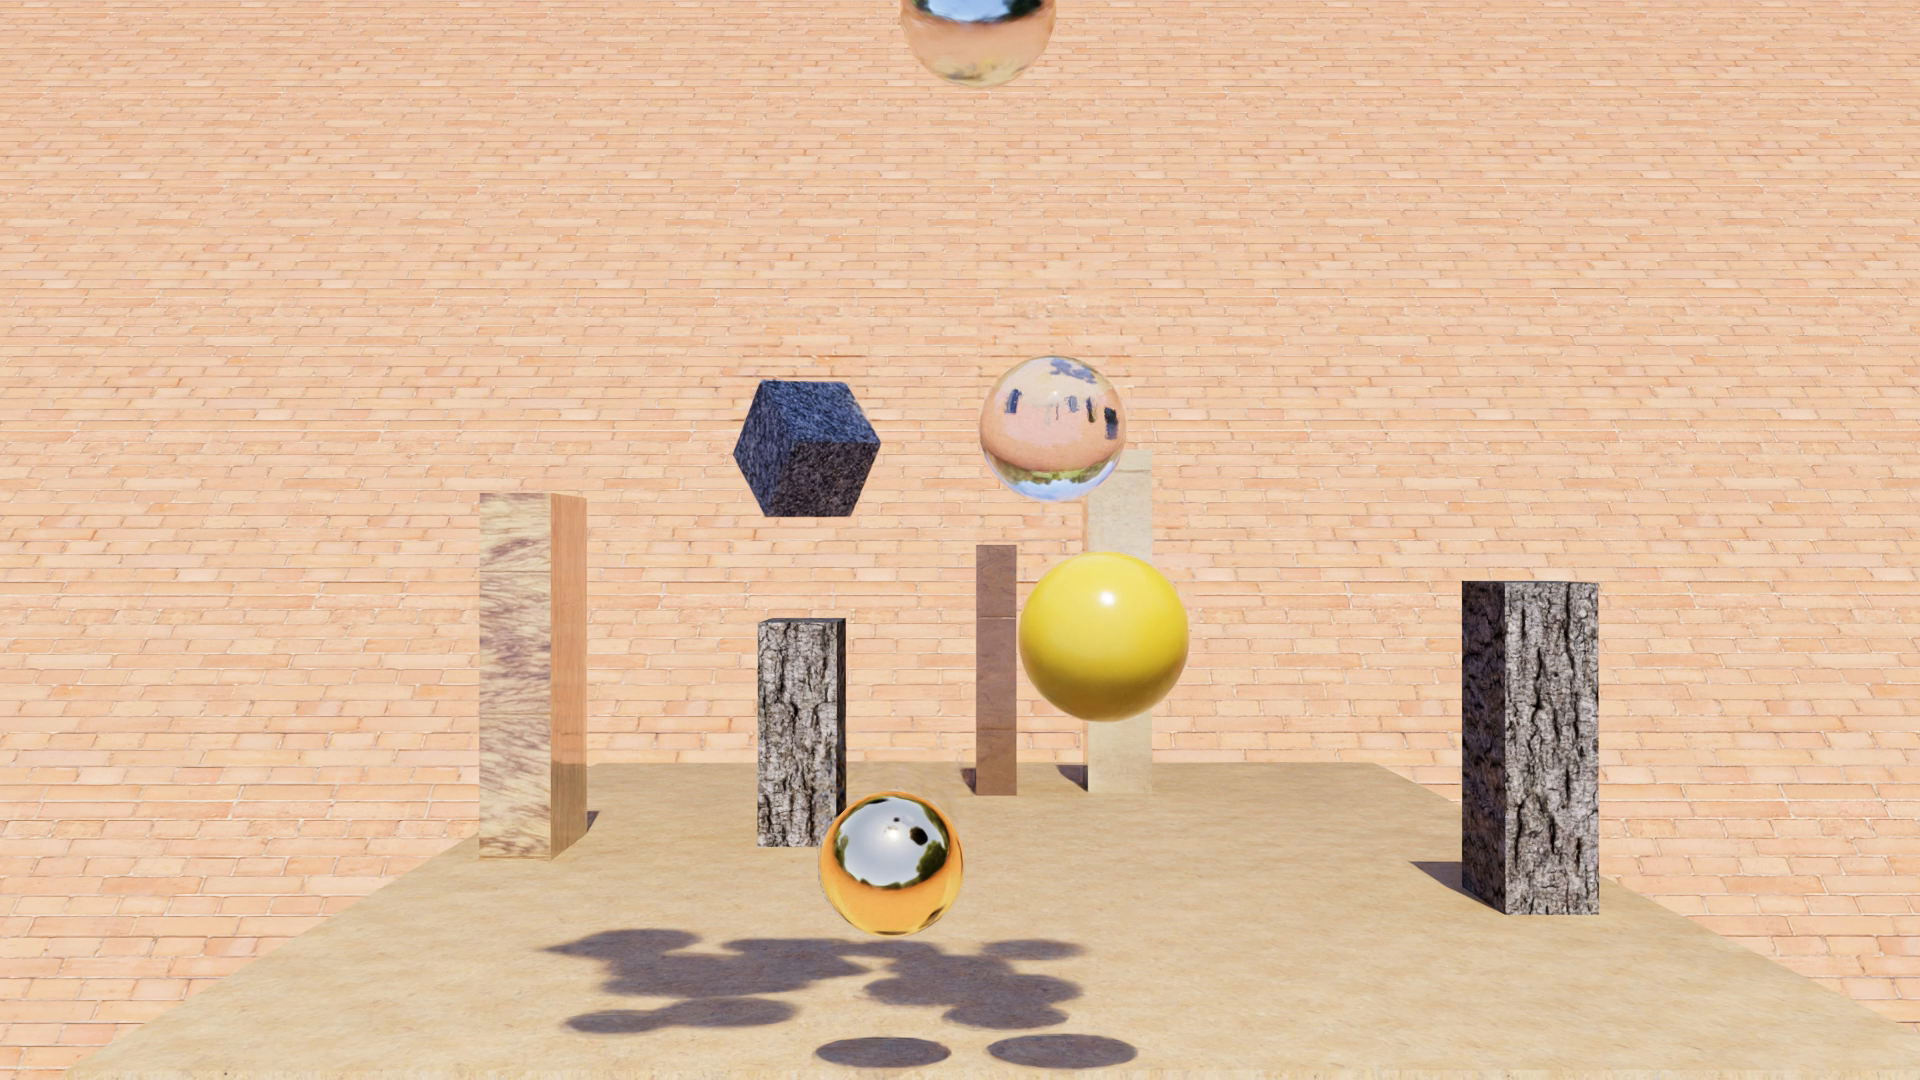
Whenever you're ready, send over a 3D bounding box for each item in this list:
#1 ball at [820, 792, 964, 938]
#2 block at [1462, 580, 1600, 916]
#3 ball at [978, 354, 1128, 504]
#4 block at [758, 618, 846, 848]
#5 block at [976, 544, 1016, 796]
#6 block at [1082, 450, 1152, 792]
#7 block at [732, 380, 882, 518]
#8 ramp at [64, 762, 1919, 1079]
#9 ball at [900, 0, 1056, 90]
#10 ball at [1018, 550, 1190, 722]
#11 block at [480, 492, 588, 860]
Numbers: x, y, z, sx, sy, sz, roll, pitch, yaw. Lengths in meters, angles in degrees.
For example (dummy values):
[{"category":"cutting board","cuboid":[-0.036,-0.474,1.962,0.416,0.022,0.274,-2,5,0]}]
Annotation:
[{"category":"ball","cuboid":[-0.069,0.330,2.634,0.148,0.148,0.148,0,31,0]},{"category":"block","cuboid":[0.879,0.311,4.010,0.139,0.493,0.332,0,0,0]},{"category":"ball","cuboid":[0.092,-0.110,2.554,0.147,0.147,0.147,0,31,0]},{"category":"block","cuboid":[-0.299,0.358,4.941,0.145,0.411,0.393,0,0,0]},{"category":"block","cuboid":[0.081,0.290,5.937,0.090,0.558,0.361,0,0,0]},{"category":"block","cuboid":[0.360,0.183,5.947,0.143,0.772,0.246,0,0,0]},{"category":"block","cuboid":[-0.174,-0.103,2.934,0.109,0.109,0.109,0,41,-31]},{"category":"ramp","cuboid":[0.069,0.612,4.684,2.000,0.100,4.000,0,0,0]},{"category":"ball","cuboid":[0.017,-0.507,2.476,0.149,0.149,0.149,0,31,0]},{"category":"ball","cuboid":[0.138,0.092,2.477,0.164,0.164,0.164,0,31,0]},{"category":"block","cuboid":[-0.779,0.241,4.752,0.125,0.644,0.443,0,0,0]}]
